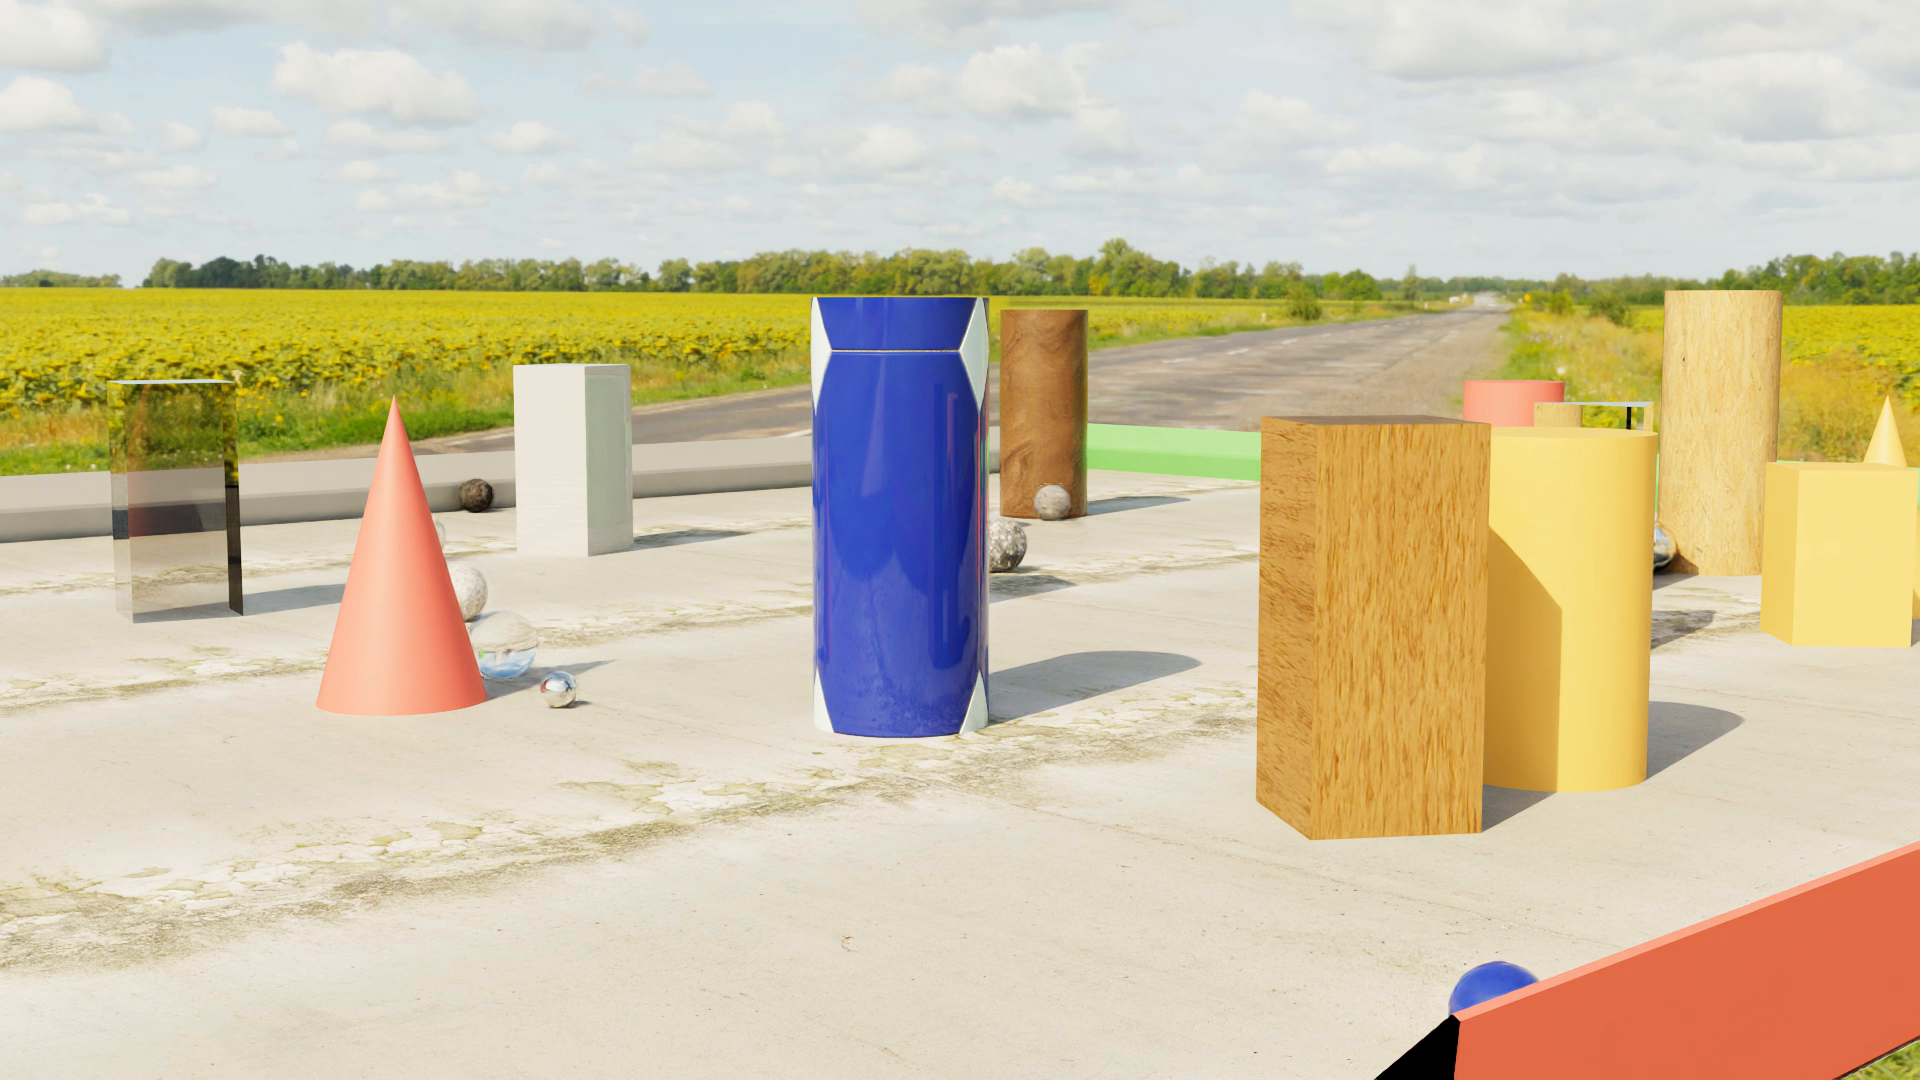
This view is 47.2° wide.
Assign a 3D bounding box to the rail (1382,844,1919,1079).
[{"bbox_3d":[1.254,0.175,1.980,4.311,0.123,0.045,-6,8,-42],"label":"rail"}]

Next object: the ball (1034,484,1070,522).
[{"bbox_3d":[0.193,-0.078,4.600,0.077,0.077,0.077,0,6,0],"label":"ball"}]

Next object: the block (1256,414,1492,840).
[{"bbox_3d":[0.356,0.070,1.913,0.152,0.348,0.152,-1,6,-10],"label":"block"}]

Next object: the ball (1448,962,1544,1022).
[{"bbox_3d":[0.318,0.279,1.294,0.062,0.062,0.062,0,6,0],"label":"ball"}]

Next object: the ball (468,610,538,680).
[{"bbox_3d":[-0.550,0.126,2.642,0.084,0.084,0.084,0,6,0],"label":"ball"}]

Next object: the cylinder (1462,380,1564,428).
[{"bbox_3d":[1.075,-0.158,4.285,0.189,0.302,0.189,0,6,0],"label":"cylinder"}]

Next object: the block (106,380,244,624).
[{"bbox_3d":[-1.141,-0.061,3.195,0.152,0.338,0.152,-3,7,-29],"label":"block"}]

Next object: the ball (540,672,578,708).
[{"bbox_3d":[-0.447,0.167,2.454,0.041,0.041,0.041,0,6,0],"label":"ball"}]

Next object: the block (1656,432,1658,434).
[{"bbox_3d":[0.995,-0.049,3.500,0.152,0.251,0.152,-2,6,-19],"label":"block"}]

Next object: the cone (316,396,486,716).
[{"bbox_3d":[-0.634,0.009,2.484,0.189,0.348,0.189,0,6,0],"label":"cone"}]

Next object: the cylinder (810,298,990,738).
[{"bbox_3d":[-0.063,-0.030,2.350,0.189,0.455,0.189,0,6,0],"label":"cylinder"}]

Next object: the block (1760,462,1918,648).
[{"bbox_3d":[1.181,0.017,2.963,0.152,0.233,0.152,0,6,5],"label":"block"}]

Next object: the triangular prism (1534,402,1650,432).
[{"bbox_3d":[0.866,-0.021,2.909,0.142,0.320,0.164,-5,8,-39],"label":"triangular prism"}]

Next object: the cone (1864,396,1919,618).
[{"bbox_3d":[1.357,-0.055,3.233,0.189,0.318,0.189,0,6,0],"label":"cone"}]

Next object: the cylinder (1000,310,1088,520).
[{"bbox_3d":[0.179,-0.273,4.716,0.189,0.441,0.189,0,6,0],"label":"cylinder"}]

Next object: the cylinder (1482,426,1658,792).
[{"bbox_3d":[0.564,0.060,2.106,0.189,0.327,0.189,0,6,0],"label":"cylinder"}]

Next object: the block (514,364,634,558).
[{"bbox_3d":[-0.706,-0.149,4.023,0.152,0.341,0.152,3,7,24],"label":"block"}]

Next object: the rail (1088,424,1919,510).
[{"bbox_3d":[1.567,-0.120,4.770,0.045,0.123,3.746,-6,8,-42],"label":"rail"}]

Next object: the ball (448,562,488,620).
[{"bbox_3d":[-0.715,0.074,3.131,0.083,0.083,0.083,0,6,0],"label":"ball"}]

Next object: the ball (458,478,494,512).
[{"bbox_3d":[-1.056,-0.097,4.798,0.074,0.074,0.074,0,6,0],"label":"ball"}]

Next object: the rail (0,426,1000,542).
[{"bbox_3d":[-1.254,-0.111,4.684,4.311,0.123,0.045,-6,8,-42],"label":"rail"}]

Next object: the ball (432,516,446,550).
[{"bbox_3d":[-0.949,-0.005,3.882,0.084,0.084,0.084,0,6,0],"label":"ball"}]

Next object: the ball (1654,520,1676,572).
[{"bbox_3d":[1.158,0.011,3.697,0.090,0.090,0.090,0,6,0],"label":"ball"}]

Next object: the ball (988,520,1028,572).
[{"bbox_3d":[0.069,0.010,3.718,0.089,0.089,0.089,0,6,0],"label":"ball"}]

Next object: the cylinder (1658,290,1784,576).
[{"bbox_3d":[1.287,-0.185,3.731,0.189,0.473,0.189,0,6,0],"label":"cylinder"}]

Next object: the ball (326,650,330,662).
[{"bbox_3d":[-0.723,0.143,2.608,0.056,0.056,0.056,0,6,0],"label":"ball"}]
